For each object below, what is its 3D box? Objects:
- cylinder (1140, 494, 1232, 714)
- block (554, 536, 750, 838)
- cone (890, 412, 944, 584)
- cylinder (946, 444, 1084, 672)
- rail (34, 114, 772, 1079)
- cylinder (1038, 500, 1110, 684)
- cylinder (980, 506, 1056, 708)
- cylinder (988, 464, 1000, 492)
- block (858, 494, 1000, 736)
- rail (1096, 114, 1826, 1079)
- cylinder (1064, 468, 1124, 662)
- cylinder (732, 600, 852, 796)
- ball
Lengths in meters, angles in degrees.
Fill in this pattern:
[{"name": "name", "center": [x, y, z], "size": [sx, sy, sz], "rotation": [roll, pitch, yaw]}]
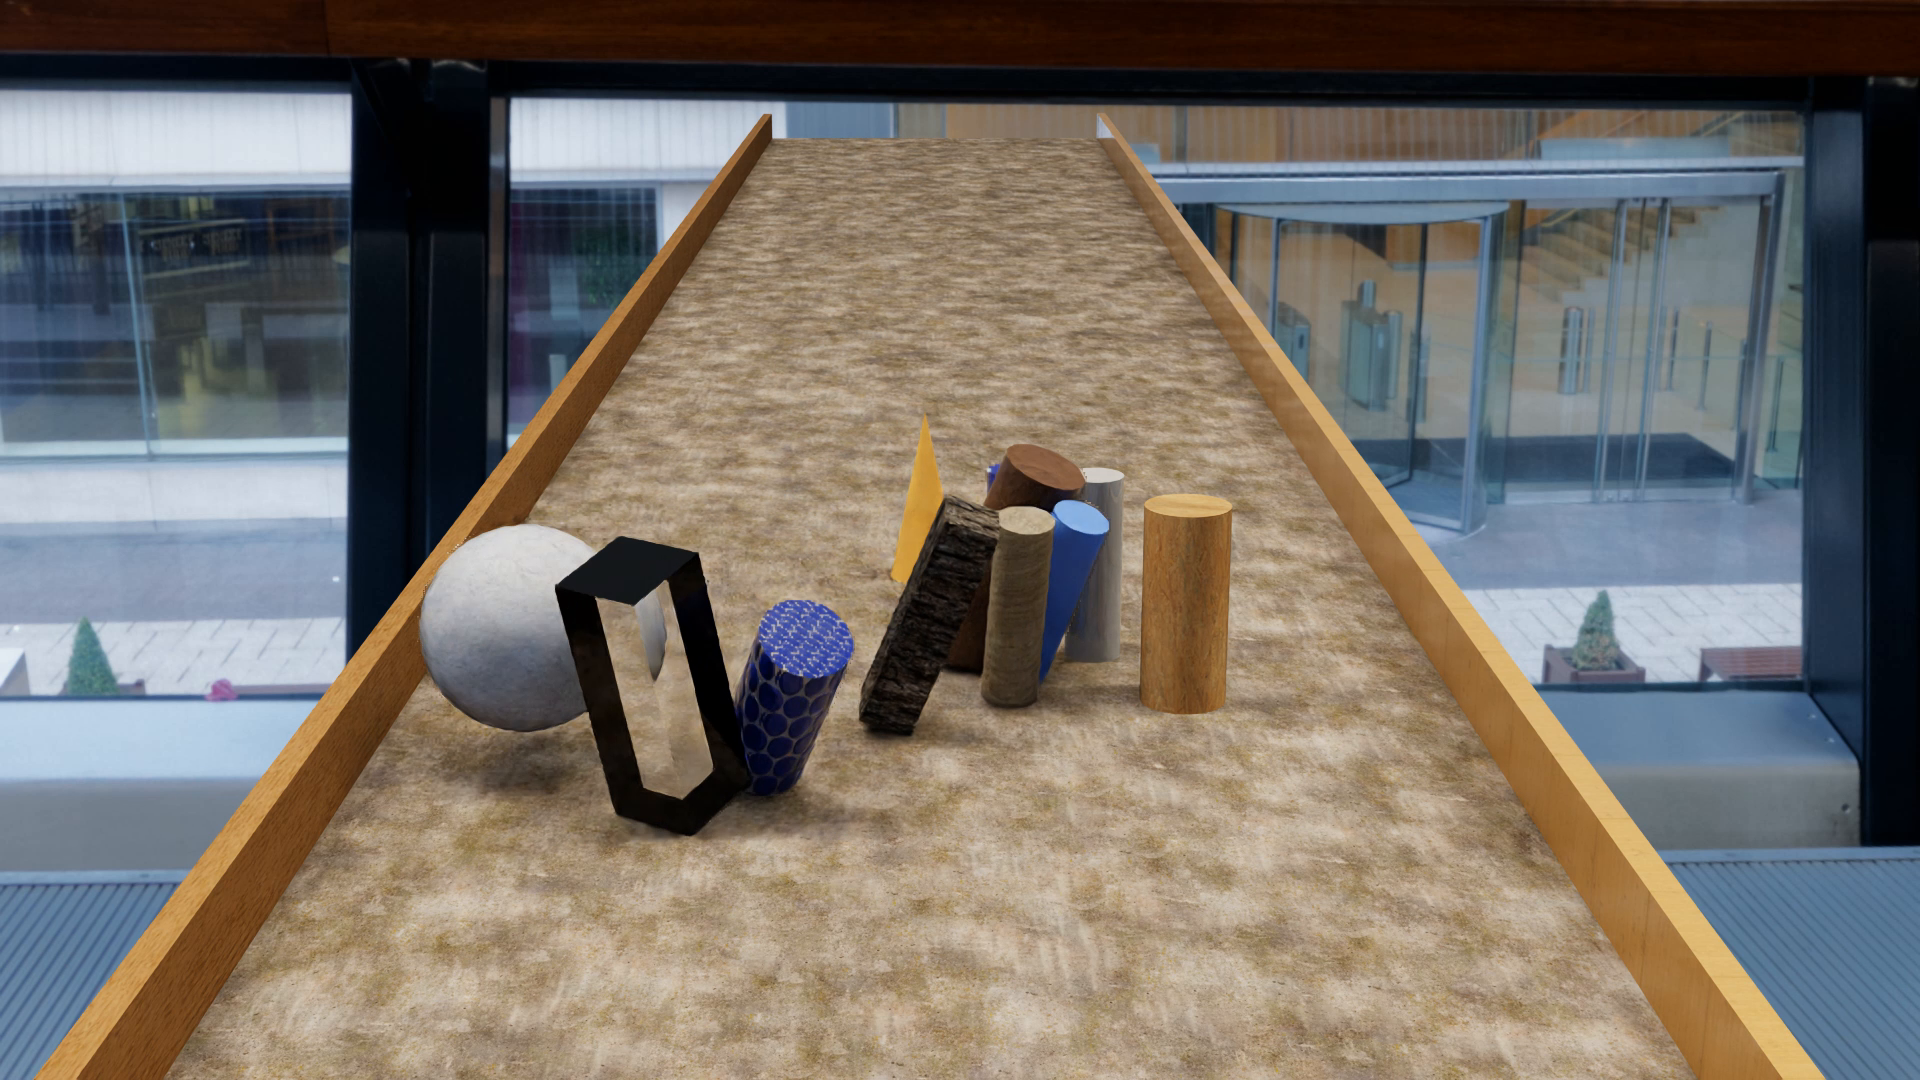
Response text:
[{"name": "cylinder", "center": [0.425, 0.120, 4.149], "size": [0.163, 0.385, 0.163], "rotation": [0, 17, 0]}, {"name": "block", "center": [-0.495, 0.239, 3.579], "size": [0.164, 0.451, 0.164], "rotation": [11, 36, 31]}, {"name": "cone", "center": [-0.077, -0.103, 4.908], "size": [0.158, 0.379, 0.158], "rotation": [0, 17, 0]}, {"name": "cylinder", "center": [0.086, 0.037, 4.292], "size": [0.160, 0.432, 0.160], "rotation": [19, 27, -10]}, {"name": "rail", "center": [-1.118, -0.838, 7.780], "size": [0.050, 0.150, 12.000], "rotation": [0, 17, -1]}, {"name": "cylinder", "center": [0.172, 0.104, 4.210], "size": [0.109, 0.367, 0.109], "rotation": [15, 31, -9]}, {"name": "cylinder", "center": [0.107, 0.128, 4.106], "size": [0.109, 0.379, 0.109], "rotation": [3, 29, -2]}, {"name": "cylinder", "center": [0.119, 0.002, 4.672], "size": [0.121, 0.312, 0.121], "rotation": [0, 17, 0]}, {"name": "block", "center": [-0.058, 0.139, 3.948], "size": [0.100, 0.446, 0.100], "rotation": [18, 29, -10]}, {"name": "rail", "center": [0.932, -0.844, 7.801], "size": [0.050, 0.150, 12.000], "rotation": [0, 17, -1]}, {"name": "cylinder", "center": [0.268, 0.051, 4.401], "size": [0.114, 0.374, 0.114], "rotation": [0, 17, 0]}, {"name": "cylinder", "center": [-0.297, 0.267, 3.674], "size": [0.156, 0.349, 0.156], "rotation": [11, 48, -12]}, {"name": "ball", "center": [-0.754, 0.153, 3.816], "size": [0.360, 0.360, 0.360], "rotation": [0, 17, 0]}]
